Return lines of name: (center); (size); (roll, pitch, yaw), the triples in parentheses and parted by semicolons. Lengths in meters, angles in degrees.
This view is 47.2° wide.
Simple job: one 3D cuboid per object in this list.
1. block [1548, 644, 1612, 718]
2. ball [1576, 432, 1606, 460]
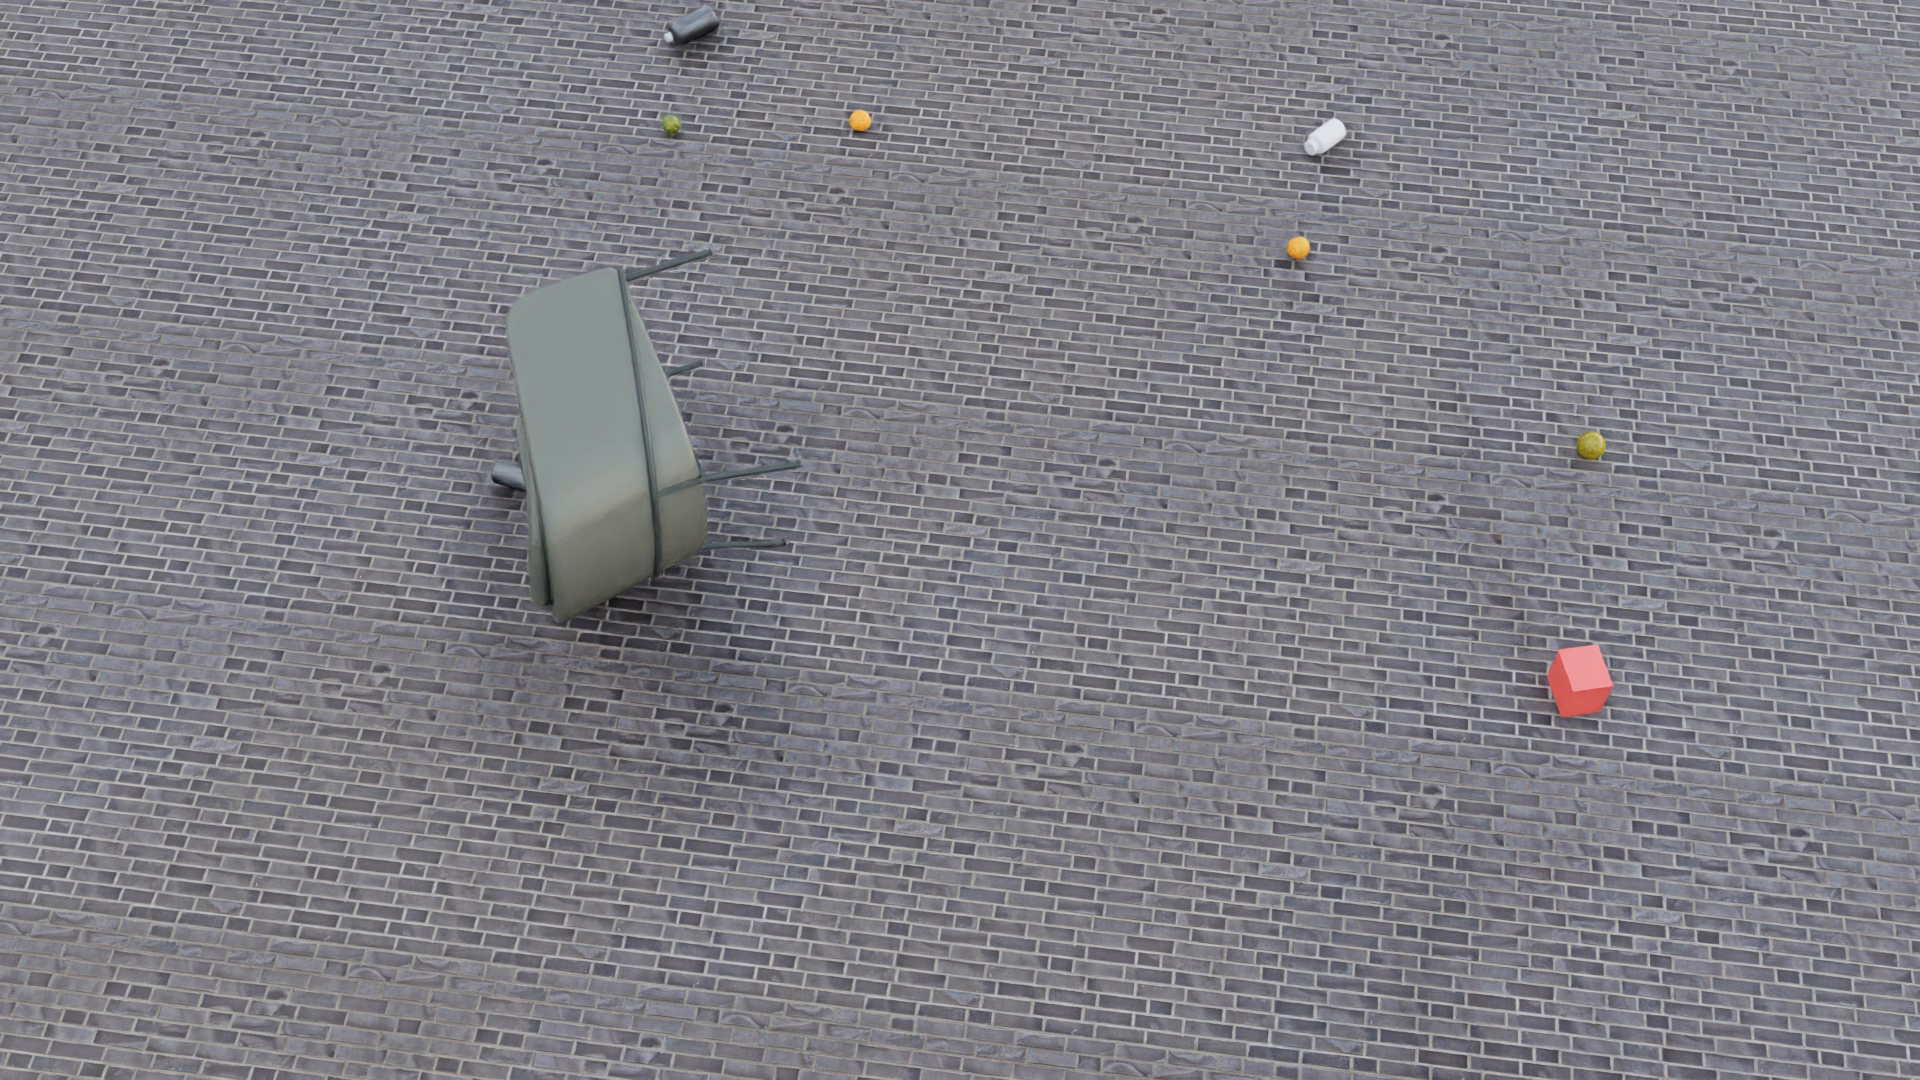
block: (1.751, 0.399, 6.217); (0.115, 0.148, 0.137); (-7, 56, -5)
ball: (1.928, -0.289, 6.716); (0.086, 0.086, 0.086); (0, 56, 0)
